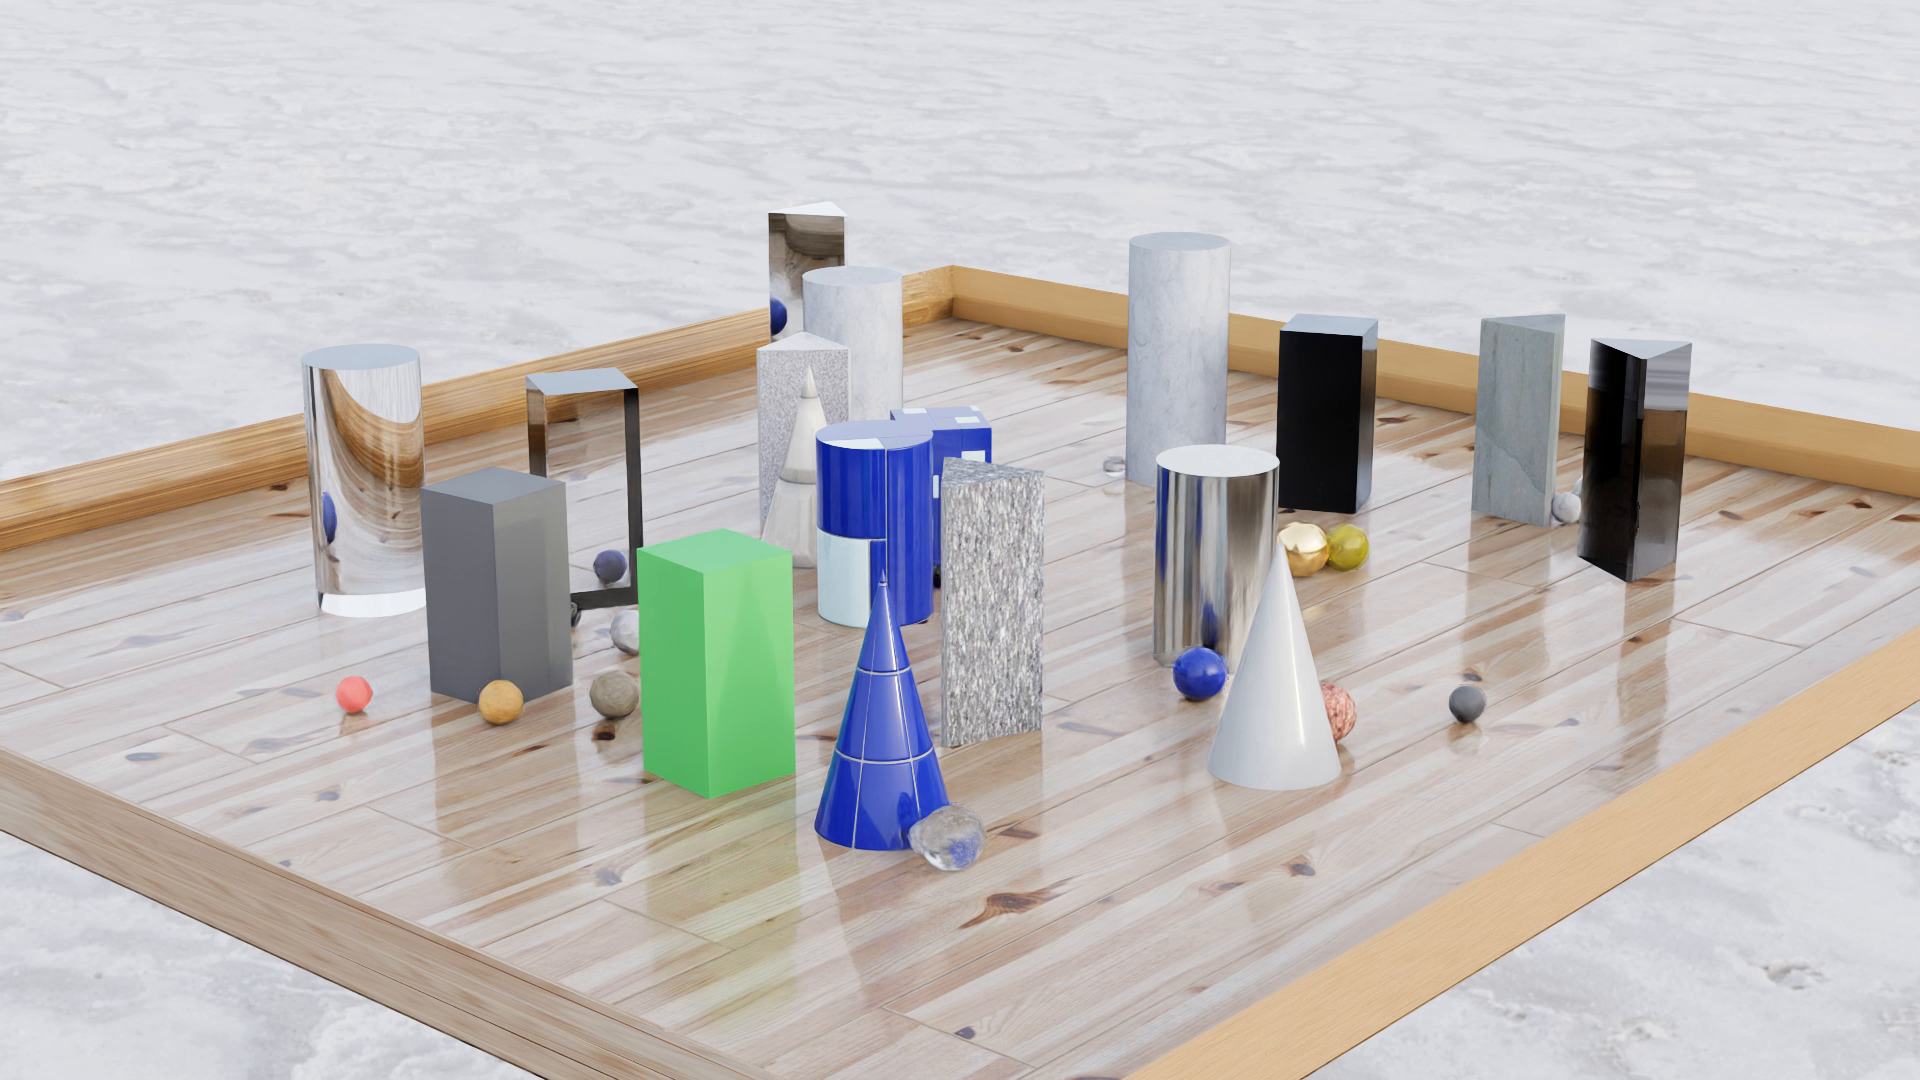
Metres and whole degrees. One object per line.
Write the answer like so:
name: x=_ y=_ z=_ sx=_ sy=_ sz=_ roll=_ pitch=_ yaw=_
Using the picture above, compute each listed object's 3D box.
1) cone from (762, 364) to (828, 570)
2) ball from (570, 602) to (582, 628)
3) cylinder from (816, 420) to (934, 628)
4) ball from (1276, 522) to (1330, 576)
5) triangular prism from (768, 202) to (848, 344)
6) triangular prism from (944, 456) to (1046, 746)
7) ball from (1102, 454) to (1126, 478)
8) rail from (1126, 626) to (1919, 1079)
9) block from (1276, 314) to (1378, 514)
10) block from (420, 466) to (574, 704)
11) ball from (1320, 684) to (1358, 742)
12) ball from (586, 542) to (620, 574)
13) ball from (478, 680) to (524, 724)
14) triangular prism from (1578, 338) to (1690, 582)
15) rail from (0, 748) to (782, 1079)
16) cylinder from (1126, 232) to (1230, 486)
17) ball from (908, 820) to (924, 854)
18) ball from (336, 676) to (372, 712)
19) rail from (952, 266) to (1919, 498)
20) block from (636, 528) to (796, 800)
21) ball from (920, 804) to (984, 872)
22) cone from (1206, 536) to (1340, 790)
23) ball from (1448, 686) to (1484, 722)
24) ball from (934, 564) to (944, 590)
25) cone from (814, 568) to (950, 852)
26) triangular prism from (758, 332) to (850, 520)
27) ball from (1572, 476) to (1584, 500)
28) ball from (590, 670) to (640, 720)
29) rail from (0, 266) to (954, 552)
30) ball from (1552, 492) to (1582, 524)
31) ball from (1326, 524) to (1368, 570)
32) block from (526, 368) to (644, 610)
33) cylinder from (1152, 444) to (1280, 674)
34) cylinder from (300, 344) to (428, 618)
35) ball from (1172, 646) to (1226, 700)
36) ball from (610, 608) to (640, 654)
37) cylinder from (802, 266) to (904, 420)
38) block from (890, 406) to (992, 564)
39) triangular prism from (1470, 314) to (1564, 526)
cone: x=-0.272 y=-0.146 z=5.325 sx=0.199 sy=0.355 sz=0.199 roll=0 pitch=17 yaw=0
ball: x=-0.663 y=0.126 z=4.953 sx=0.048 sy=0.048 sz=0.048 roll=0 pitch=17 yaw=0
cylinder: x=-0.145 y=-0.028 z=5.005 sx=0.199 sy=0.314 sz=0.199 roll=0 pitch=17 yaw=0
ball: x=0.609 y=0.016 z=5.230 sx=0.100 sy=0.100 sz=0.100 roll=0 pitch=17 yaw=0
triangular prism: x=-0.297 y=-0.468 z=6.191 sx=0.173 sy=0.472 sz=0.149 roll=5 pitch=17 yaw=15
triangular prism: x=0.016 y=0.087 z=4.463 sx=0.173 sy=0.406 sz=0.149 roll=-9 pitch=19 yaw=-27
ball: x=0.309 y=-0.148 z=5.865 sx=0.047 sy=0.047 sz=0.047 roll=0 pitch=17 yaw=0
rail: x=1.114 y=0.311 z=4.193 sx=0.045 sy=0.129 sz=3.394 roll=14 pitch=22 yaw=39
block: x=0.707 y=-0.245 z=5.663 sx=0.159 sy=0.350 sz=0.159 roll=5 pitch=18 yaw=18
block: x=-0.729 y=0.075 z=4.625 sx=0.159 sy=0.336 sz=0.159 roll=12 pitch=21 yaw=35
ball: x=0.556 y=0.262 z=4.432 sx=0.088 sy=0.088 sz=0.088 roll=0 pitch=17 yaw=0
ball: x=-0.640 y=0.031 z=5.249 sx=0.059 sy=0.059 sz=0.059 roll=0 pitch=17 yaw=0
ball: x=-0.706 y=0.249 z=4.510 sx=0.069 sy=0.069 sz=0.069 roll=0 pitch=17 yaw=0
triangular prism: x=1.187 y=-0.152 z=5.255 sx=0.149 sy=0.407 sz=0.173 roll=14 pitch=22 yaw=38
rail: x=-1.097 y=0.397 z=3.910 sx=2.998 sy=0.129 sz=0.045 roll=14 pitch=22 yaw=39
cylinder: x=0.432 y=-0.359 z=5.824 sx=0.199 sy=0.475 sz=0.199 roll=0 pitch=17 yaw=0
ball: x=-0.047 y=0.407 z=4.021 sx=0.048 sy=0.048 sz=0.048 roll=0 pitch=17 yaw=0
ball: x=-0.943 y=0.239 z=4.564 sx=0.056 sy=0.056 sz=0.056 roll=0 pitch=17 yaw=0
rail: x=1.097 y=-0.332 z=6.329 sx=2.998 sy=0.129 sz=0.045 roll=14 pitch=22 yaw=39
block: x=-0.354 y=0.177 z=4.276 sx=0.159 sy=0.341 sz=0.159 roll=-14 pitch=22 yaw=-40
ball: x=-0.011 y=0.403 z=3.964 sx=0.089 sy=0.089 sz=0.089 roll=0 pitch=17 yaw=0
cone: x=0.464 y=0.164 z=4.294 sx=0.199 sy=0.356 sz=0.199 roll=0 pitch=17 yaw=0
ball: x=0.781 y=0.252 z=4.521 sx=0.056 sy=0.056 sz=0.056 roll=0 pitch=17 yaw=0
ball: x=-0.036 y=0.064 z=5.165 sx=0.044 sy=0.044 sz=0.044 roll=0 pitch=17 yaw=0
cone: x=-0.106 y=0.219 z=4.072 sx=0.199 sy=0.378 sz=0.199 roll=0 pitch=17 yaw=0
triangular prism: x=-0.296 y=-0.219 z=5.603 sx=0.173 sy=0.333 sz=0.149 roll=-1 pitch=17 yaw=-3
ball: x=1.210 y=-0.088 z=5.611 sx=0.078 sy=0.078 sz=0.078 roll=0 pitch=17 yaw=0
ball: x=-0.534 y=0.239 z=4.530 sx=0.077 sy=0.077 sz=0.077 roll=0 pitch=17 yaw=0
rail: x=-1.114 y=-0.247 z=6.046 sx=0.045 sy=0.129 sz=3.394 roll=14 pitch=22 yaw=39
ball: x=1.150 y=-0.060 z=5.552 sx=0.059 sy=0.059 sz=0.059 roll=0 pitch=17 yaw=0
ball: x=0.693 y=0.012 z=5.269 sx=0.084 sy=0.084 sz=0.084 roll=0 pitch=17 yaw=0
block: x=-0.648 y=-0.088 z=5.078 sx=0.159 sy=0.386 sz=0.159 roll=-6 pitch=18 yaw=-20
cylinder: x=0.415 y=0.031 z=4.778 sx=0.199 sy=0.332 sz=0.199 roll=0 pitch=17 yaw=0
cylinder: x=-1.019 y=-0.104 z=5.048 sx=0.199 sy=0.434 sz=0.199 roll=0 pitch=17 yaw=0
ball: x=0.377 y=0.210 z=4.612 sx=0.085 sy=0.085 sz=0.085 roll=0 pitch=17 yaw=0
ball: x=-0.540 y=0.150 z=4.828 sx=0.074 sy=0.074 sz=0.074 roll=0 pitch=17 yaw=0
cylinder: x=-0.214 y=-0.337 z=5.891 sx=0.199 sy=0.394 sz=0.199 roll=0 pitch=17 yaw=0
block: x=-0.035 y=-0.092 z=5.301 sx=0.159 sy=0.264 sz=0.159 roll=-3 pitch=17 yaw=-9
triangular prism: x=1.098 y=-0.237 z=5.591 sx=0.173 sy=0.375 sz=0.149 roll=16 pitch=23 yaw=42
